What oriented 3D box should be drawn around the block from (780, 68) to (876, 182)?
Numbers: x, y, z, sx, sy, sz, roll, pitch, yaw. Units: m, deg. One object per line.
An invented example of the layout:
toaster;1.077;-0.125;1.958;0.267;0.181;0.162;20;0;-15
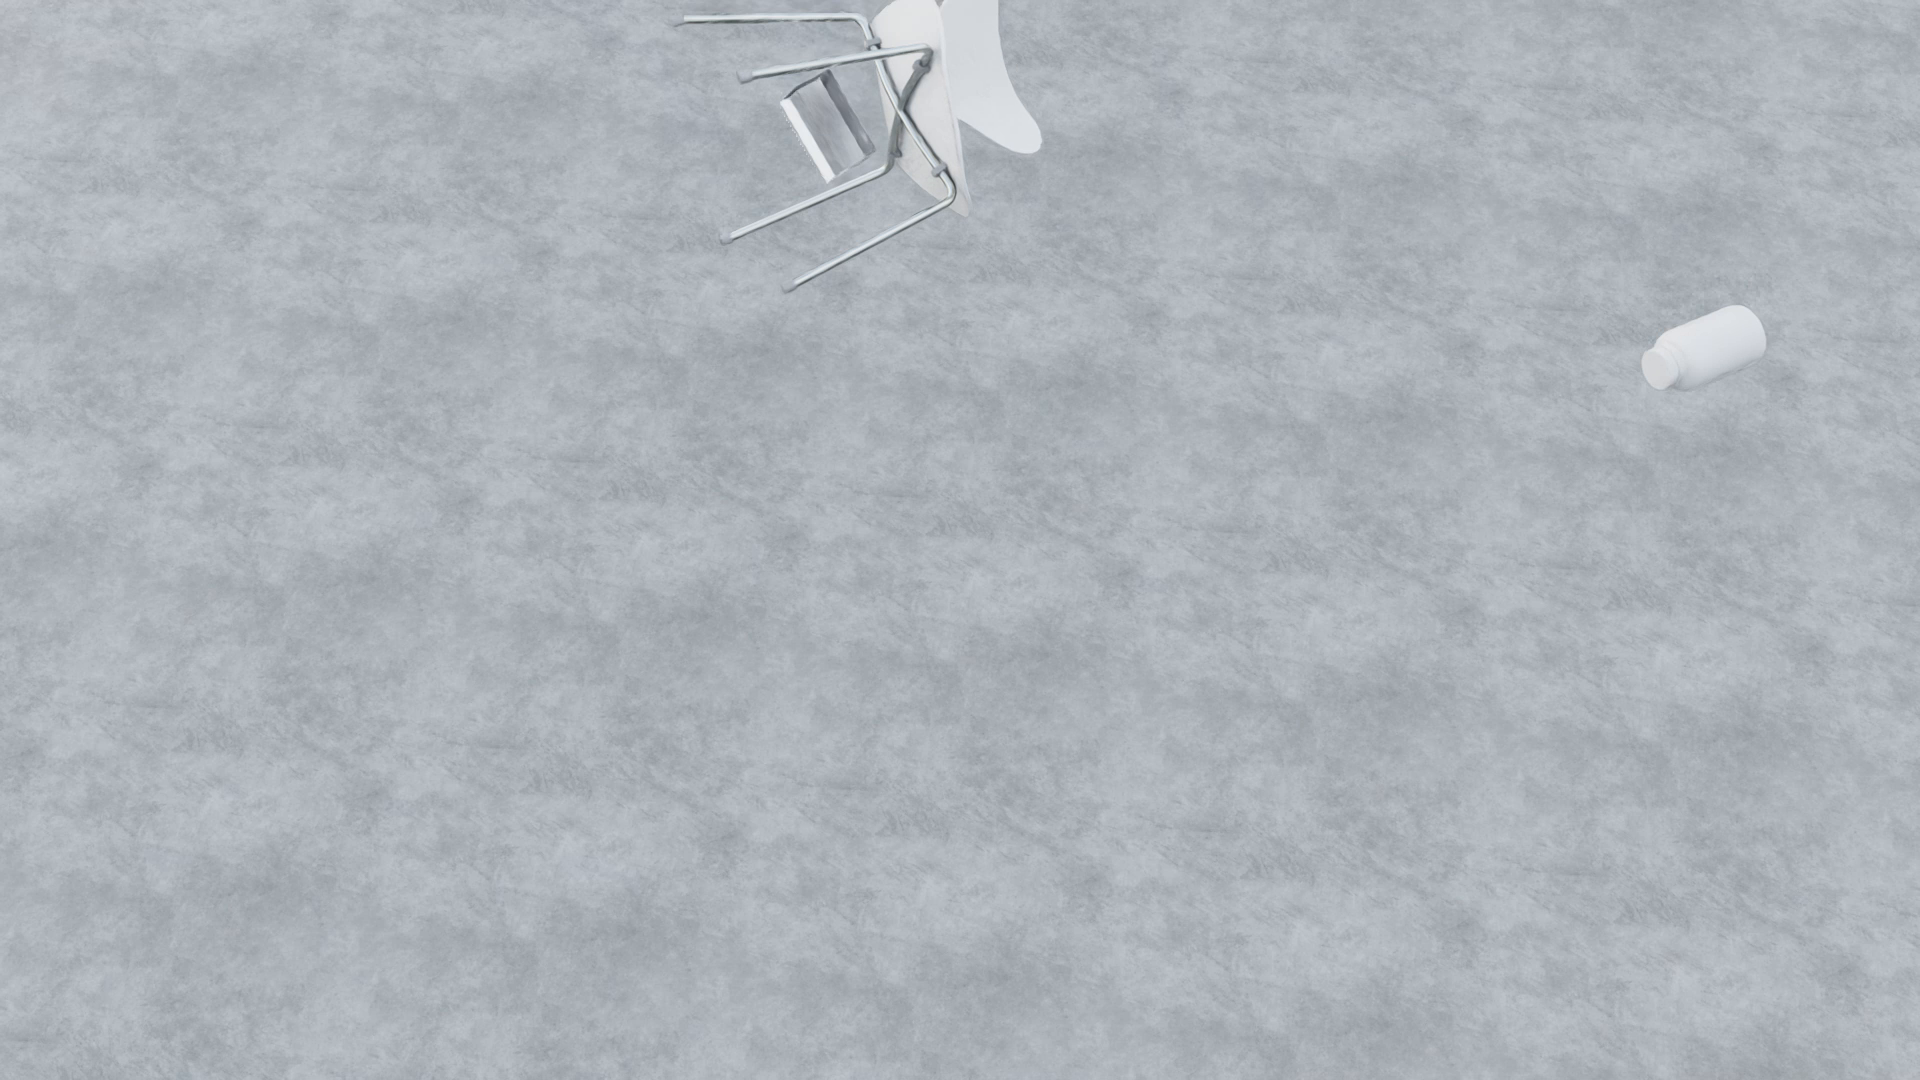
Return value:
block;-0.178;-0.557;2.962;0.055;0.081;0.125;-33;97;-18
